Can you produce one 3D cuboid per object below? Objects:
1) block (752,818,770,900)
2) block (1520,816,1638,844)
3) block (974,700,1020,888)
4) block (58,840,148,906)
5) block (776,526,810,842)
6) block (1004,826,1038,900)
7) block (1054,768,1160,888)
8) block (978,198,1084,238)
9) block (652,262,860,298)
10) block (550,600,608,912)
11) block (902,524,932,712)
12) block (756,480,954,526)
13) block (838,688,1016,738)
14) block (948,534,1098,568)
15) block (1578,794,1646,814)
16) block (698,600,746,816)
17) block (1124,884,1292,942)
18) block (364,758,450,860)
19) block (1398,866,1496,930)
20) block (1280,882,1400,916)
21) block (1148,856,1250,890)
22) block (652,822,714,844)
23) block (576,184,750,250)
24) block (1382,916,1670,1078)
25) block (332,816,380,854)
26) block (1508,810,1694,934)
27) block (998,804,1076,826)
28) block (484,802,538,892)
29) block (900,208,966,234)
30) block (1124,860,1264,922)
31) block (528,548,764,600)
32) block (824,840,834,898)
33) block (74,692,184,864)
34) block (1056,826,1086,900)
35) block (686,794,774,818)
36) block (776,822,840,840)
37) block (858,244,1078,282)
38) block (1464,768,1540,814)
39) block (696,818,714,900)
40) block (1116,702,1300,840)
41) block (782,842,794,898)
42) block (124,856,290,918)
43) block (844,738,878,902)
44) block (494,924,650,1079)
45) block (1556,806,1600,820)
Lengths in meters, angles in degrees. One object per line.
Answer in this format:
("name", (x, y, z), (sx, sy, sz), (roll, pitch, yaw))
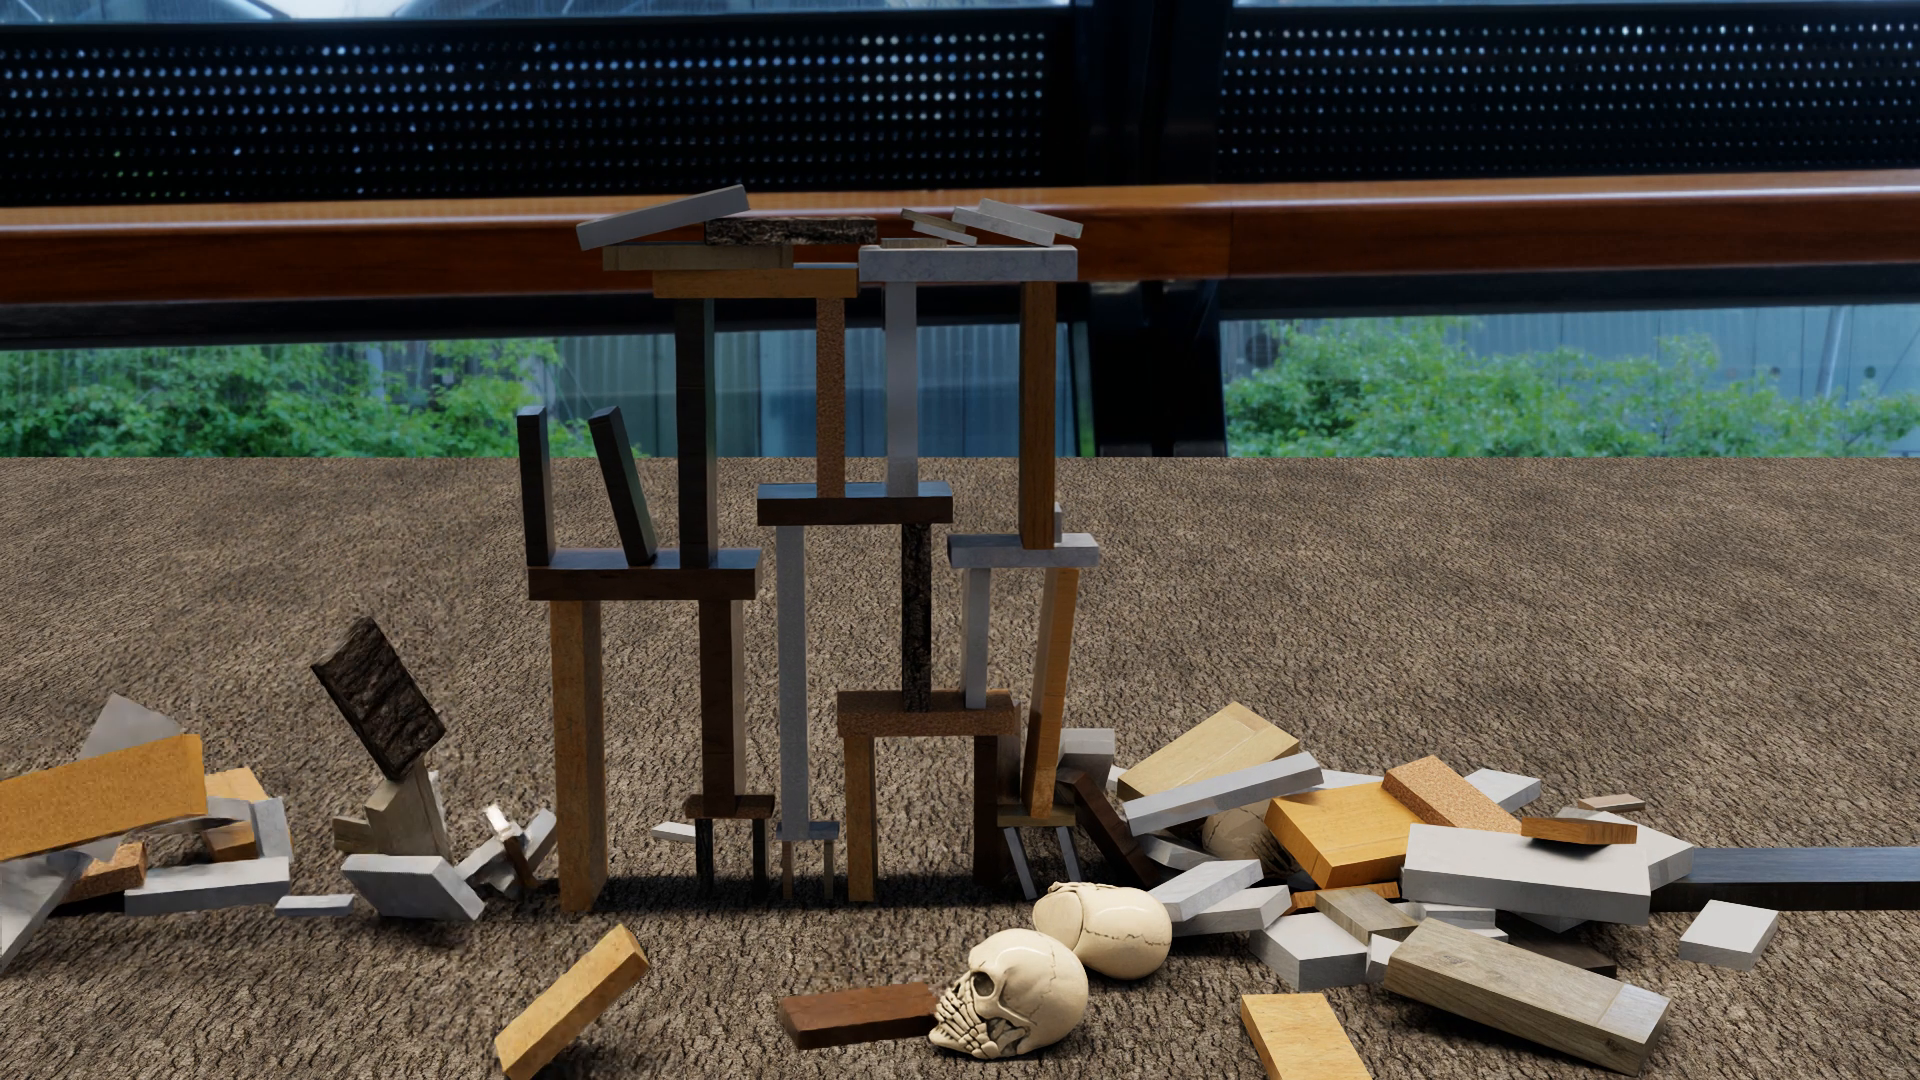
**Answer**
("block", (-0.331, 0.521, 3.658), (0.020, 0.140, 0.070), (0, 11, 0))
("block", (0.991, 0.464, 3.514), (0.106, 0.030, 0.212), (3, -5, 38))
("block", (0.064, 0.429, 3.747), (0.041, 0.287, 0.144), (3, 11, 17))
("block", (-1.474, 0.561, 3.612), (0.257, 0.036, 0.129), (-12, 13, -14))
("block", (-0.273, 0.219, 3.600), (0.044, 0.520, 0.155), (-1, 11, -3))
("block", (0.100, 0.528, 3.657), (0.018, 0.128, 0.064), (-17, 10, 4))
("block", (0.241, 0.479, 3.673), (0.031, 0.219, 0.109), (-38, 11, -16))
("block", (0.114, -0.515, 3.524), (0.163, 0.023, 0.081), (16, 10, 5))
("block", (-0.318, -0.411, 3.480), (0.315, 0.045, 0.158), (0, 11, 0))
("block", (-0.626, 0.334, 3.627), (0.051, 0.518, 0.179), (0, 11, 0))
("block", (-0.072, 0.112, 3.596), (0.044, 0.310, 0.155), (0, 11, -3))
("block", (-0.171, -0.060, 3.555), (0.310, 0.044, 0.155), (-1, 11, -4))
("block", (-0.058, 0.285, 3.626), (0.287, 0.041, 0.144), (0, 11, -3))
("block", (0.101, 0.017, 3.570), (0.236, 0.033, 0.118), (-1, 10, -4))
("block", (1.223, 0.497, 4.128), (0.110, 0.016, 0.055), (-4, 11, -19))
("block", (-0.389, 0.255, 3.612), (0.051, 0.358, 0.179), (0, 11, 0))
("block", (0.388, 0.584, 3.443), (0.234, 0.033, 0.117), (-12, 3, 31))
("block", (-0.894, 0.471, 3.565), (0.034, 0.242, 0.121), (13, 45, 16))
("block", (0.766, 0.562, 3.468), (0.106, 0.030, 0.211), (0, 11, 0))
("block", (0.603, 0.581, 3.521), (0.178, 0.025, 0.089), (-3, -24, -17))
("block", (0.383, 0.570, 3.693), (0.109, 0.031, 0.219), (-5, 11, -23))
("block", (-0.500, 0.528, 3.964), (0.101, 0.014, 0.050), (5, 12, 26))
("block", (-0.462, -0.503, 3.421), (0.264, 0.037, 0.132), (-15, 12, -5))
("block", (0.799, 0.640, 3.103), (0.358, 0.051, 0.179), (16, 17, 26))
("block", (-1.053, 0.523, 3.869), (0.116, 0.058, 0.016), (6, 11, 28))
("block", (1.010, 0.534, 3.565), (0.349, 0.049, 0.175), (-13, 21, -36))
("block", (0.126, 0.456, 3.644), (0.128, 0.018, 0.064), (0, 11, 1))
("block", (-0.729, 0.500, 3.568), (0.022, 0.152, 0.076), (-29, 51, -17))
("block", (-0.042, -0.506, 3.491), (0.102, 0.014, 0.051), (14, 8, -8))
("block", (0.371, 0.554, 3.472), (0.109, 0.031, 0.219), (-11, 4, 43))
("block", (-0.506, 0.054, 3.574), (0.358, 0.051, 0.179), (0, 11, -1))
("block", (-0.217, 0.540, 3.659), (0.015, 0.103, 0.051), (0, 11, 0))
("block", (-1.316, 0.369, 3.410), (0.118, 0.237, 0.034), (28, -13, -12))
("block", (0.185, 0.527, 3.658), (0.018, 0.128, 0.064), (-15, 9, 6))
("block", (-0.380, 0.442, 3.644), (0.140, 0.020, 0.070), (0, 11, 1))
("block", (-0.252, 0.482, 3.648), (0.103, 0.015, 0.051), (0, 11, 0))
("block", (0.012, -0.440, 3.488), (0.339, 0.048, 0.170), (0, 10, -1))
("block", (0.988, 0.484, 4.146), (0.120, 0.034, 0.239), (8, 13, 37))
("block", (-0.425, 0.520, 3.659), (0.020, 0.140, 0.070), (0, 11, 0))
("block", (0.435, 0.399, 3.845), (0.302, 0.043, 0.151), (-28, 43, -33))
("block", (-0.286, 0.540, 3.659), (0.015, 0.103, 0.051), (0, 11, 0))
("block", (-1.247, 0.575, 3.652), (0.257, 0.036, 0.128), (-3, 11, -17))
("block", (-0.165, 0.442, 3.676), (0.041, 0.287, 0.144), (-1, 10, 1))
("block", (-0.527, 0.629, 2.985), (0.231, 0.033, 0.116), (-42, 20, -7))
("block", (1.118, 0.519, 3.999), (0.071, 0.020, 0.141), (5, 12, 27))
